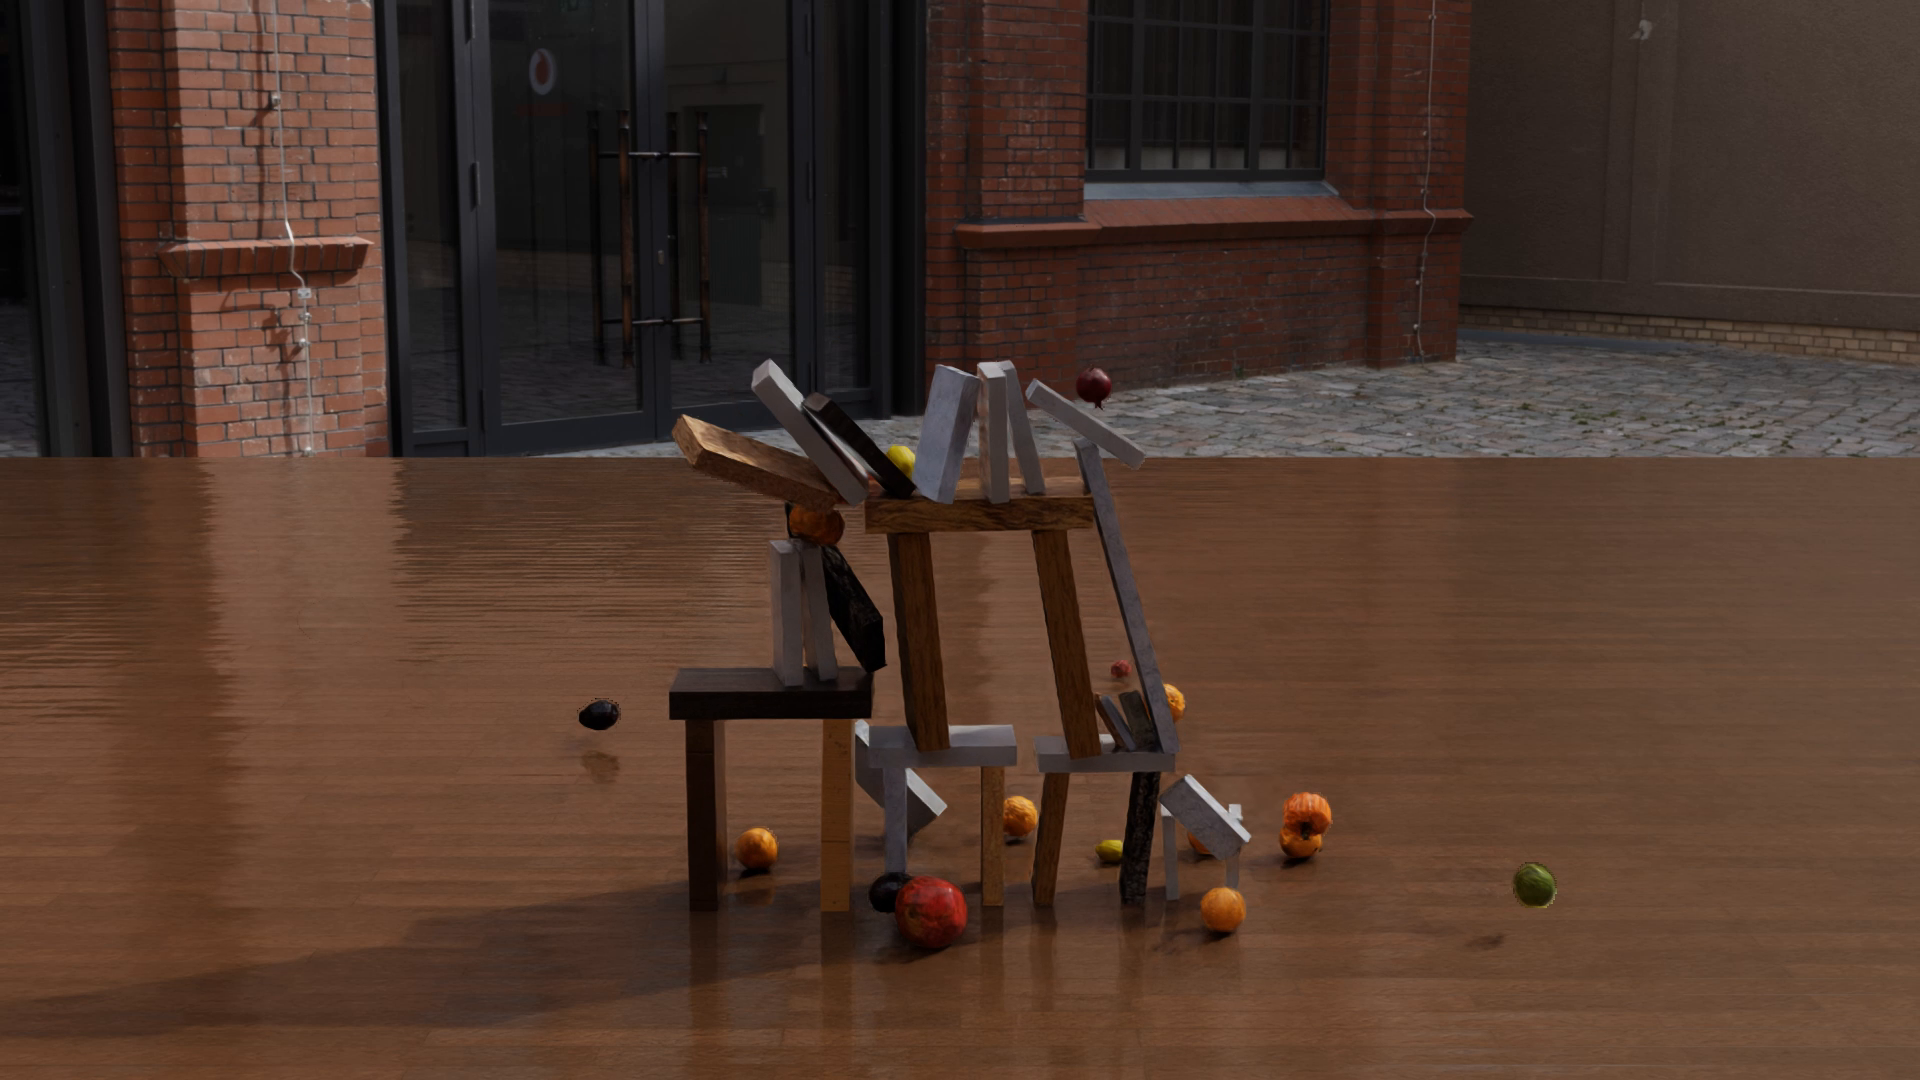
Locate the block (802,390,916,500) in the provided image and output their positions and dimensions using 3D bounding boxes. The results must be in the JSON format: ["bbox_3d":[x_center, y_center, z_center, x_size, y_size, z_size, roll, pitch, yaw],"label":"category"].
[{"bbox_3d":[-0.158,-0.148,3.442,0.028,0.201,0.100,-47,22,-5],"label":"block"}]

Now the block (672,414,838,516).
[{"bbox_3d":[-0.318,-0.118,3.422,0.247,0.035,0.124,19,19,-32],"label":"block"}]

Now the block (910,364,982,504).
[{"bbox_3d":[-0.024,-0.165,3.425,0.028,0.201,0.100,8,10,-30],"label":"block"}]

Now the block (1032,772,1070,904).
[{"bbox_3d":[0.150,0.479,3.649,0.032,0.224,0.112,6,10,-1],"label":"block"}]

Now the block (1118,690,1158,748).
[{"bbox_3d":[0.292,0.293,3.603,0.013,0.092,0.046,-27,-13,32],"label":"block"}]

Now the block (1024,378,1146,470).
[{"bbox_3d":[0.197,-0.185,3.482,0.202,0.029,0.101,32,8,-7],"label":"block"}]

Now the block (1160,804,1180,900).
[{"bbox_3d":[0.349,0.518,3.659,0.021,0.145,0.072,-4,10,4],"label":"block"}]

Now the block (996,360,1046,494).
[{"bbox_3d":[0.094,-0.180,3.494,0.029,0.202,0.101,-15,12,0],"label":"block"}]

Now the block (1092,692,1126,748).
[{"bbox_3d":[0.243,0.295,3.607,0.013,0.092,0.046,-29,8,5],"label":"block"}]

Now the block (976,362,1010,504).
[{"bbox_3d":[0.051,-0.167,3.429,0.028,0.201,0.100,-5,18,-8],"label":"block"}]

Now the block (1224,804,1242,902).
[{"bbox_3d":[0.453,0.519,3.650,0.021,0.145,0.072,3,10,6],"label":"block"}]

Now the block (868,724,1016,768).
[{"bbox_3d":[-0.030,0.338,3.613,0.239,0.034,0.120,0,12,-2],"label":"block"}]

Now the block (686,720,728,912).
[{"bbox_3d":[-0.418,0.432,3.636,0.046,0.323,0.162,0,11,0],"label":"block"}]

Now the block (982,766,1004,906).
[{"bbox_3d":[0.054,0.472,3.648,0.034,0.239,0.120,0,11,-1],"label":"block"}]

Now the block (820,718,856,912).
[{"bbox_3d":[-0.201,0.431,3.636,0.046,0.323,0.162,1,11,0],"label":"block"}]

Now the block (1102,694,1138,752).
[{"bbox_3d":[0.260,0.299,3.591,0.013,0.092,0.046,-30,8,8],"label":"block"}]

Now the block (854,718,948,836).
[{"bbox_3d":[-0.132,0.425,3.930,0.031,0.220,0.110,-46,3,-39],"label":"block"}]

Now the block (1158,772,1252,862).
[{"bbox_3d":[0.398,0.453,3.587,0.072,0.145,0.021,-44,2,40],"label":"block"}]

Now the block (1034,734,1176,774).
[{"bbox_3d":[0.236,0.352,3.626,0.224,0.032,0.112,0,11,-2],"label":"block"}]

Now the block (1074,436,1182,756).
[{"bbox_3d":[0.270,0.090,3.551,0.029,0.523,0.101,-16,11,0],"label":"block"}]

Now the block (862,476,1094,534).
[{"bbox_3d":[0.025,-0.057,3.527,0.358,0.051,0.179,-1,12,-4],"label":"block"}]

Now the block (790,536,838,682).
[{"bbox_3d":[-0.241,0.112,3.609,0.031,0.220,0.110,-10,12,-14],"label":"block"}]

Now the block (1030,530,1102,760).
[{"bbox_3d":[0.170,0.150,3.582,0.051,0.376,0.179,-10,12,1],"label":"block"}]

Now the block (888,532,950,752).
[{"bbox_3d":[-0.070,0.145,3.571,0.051,0.358,0.179,-7,13,-7],"label":"block"}]

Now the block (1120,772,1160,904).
[{"bbox_3d":[0.298,0.478,3.652,0.032,0.224,0.112,6,10,-2],"label":"block"}]

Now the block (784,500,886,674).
[{"bbox_3d":[-0.210,0.072,3.681,0.035,0.124,0.310,-21,51,-17],"label":"block"}]

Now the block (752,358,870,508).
[{"bbox_3d":[-0.234,-0.170,3.469,0.035,0.247,0.124,-38,16,8],"label":"block"}]

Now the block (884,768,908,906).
[{"bbox_3d":[-0.106,0.471,3.645,0.034,0.239,0.120,0,12,-1],"label":"block"}]

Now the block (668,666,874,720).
[{"bbox_3d":[-0.305,0.250,3.602,0.323,0.046,0.162,0,11,0],"label":"block"}]

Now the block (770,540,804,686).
[{"bbox_3d":[-0.283,0.119,3.581,0.031,0.220,0.110,-4,11,-13],"label":"block"}]
